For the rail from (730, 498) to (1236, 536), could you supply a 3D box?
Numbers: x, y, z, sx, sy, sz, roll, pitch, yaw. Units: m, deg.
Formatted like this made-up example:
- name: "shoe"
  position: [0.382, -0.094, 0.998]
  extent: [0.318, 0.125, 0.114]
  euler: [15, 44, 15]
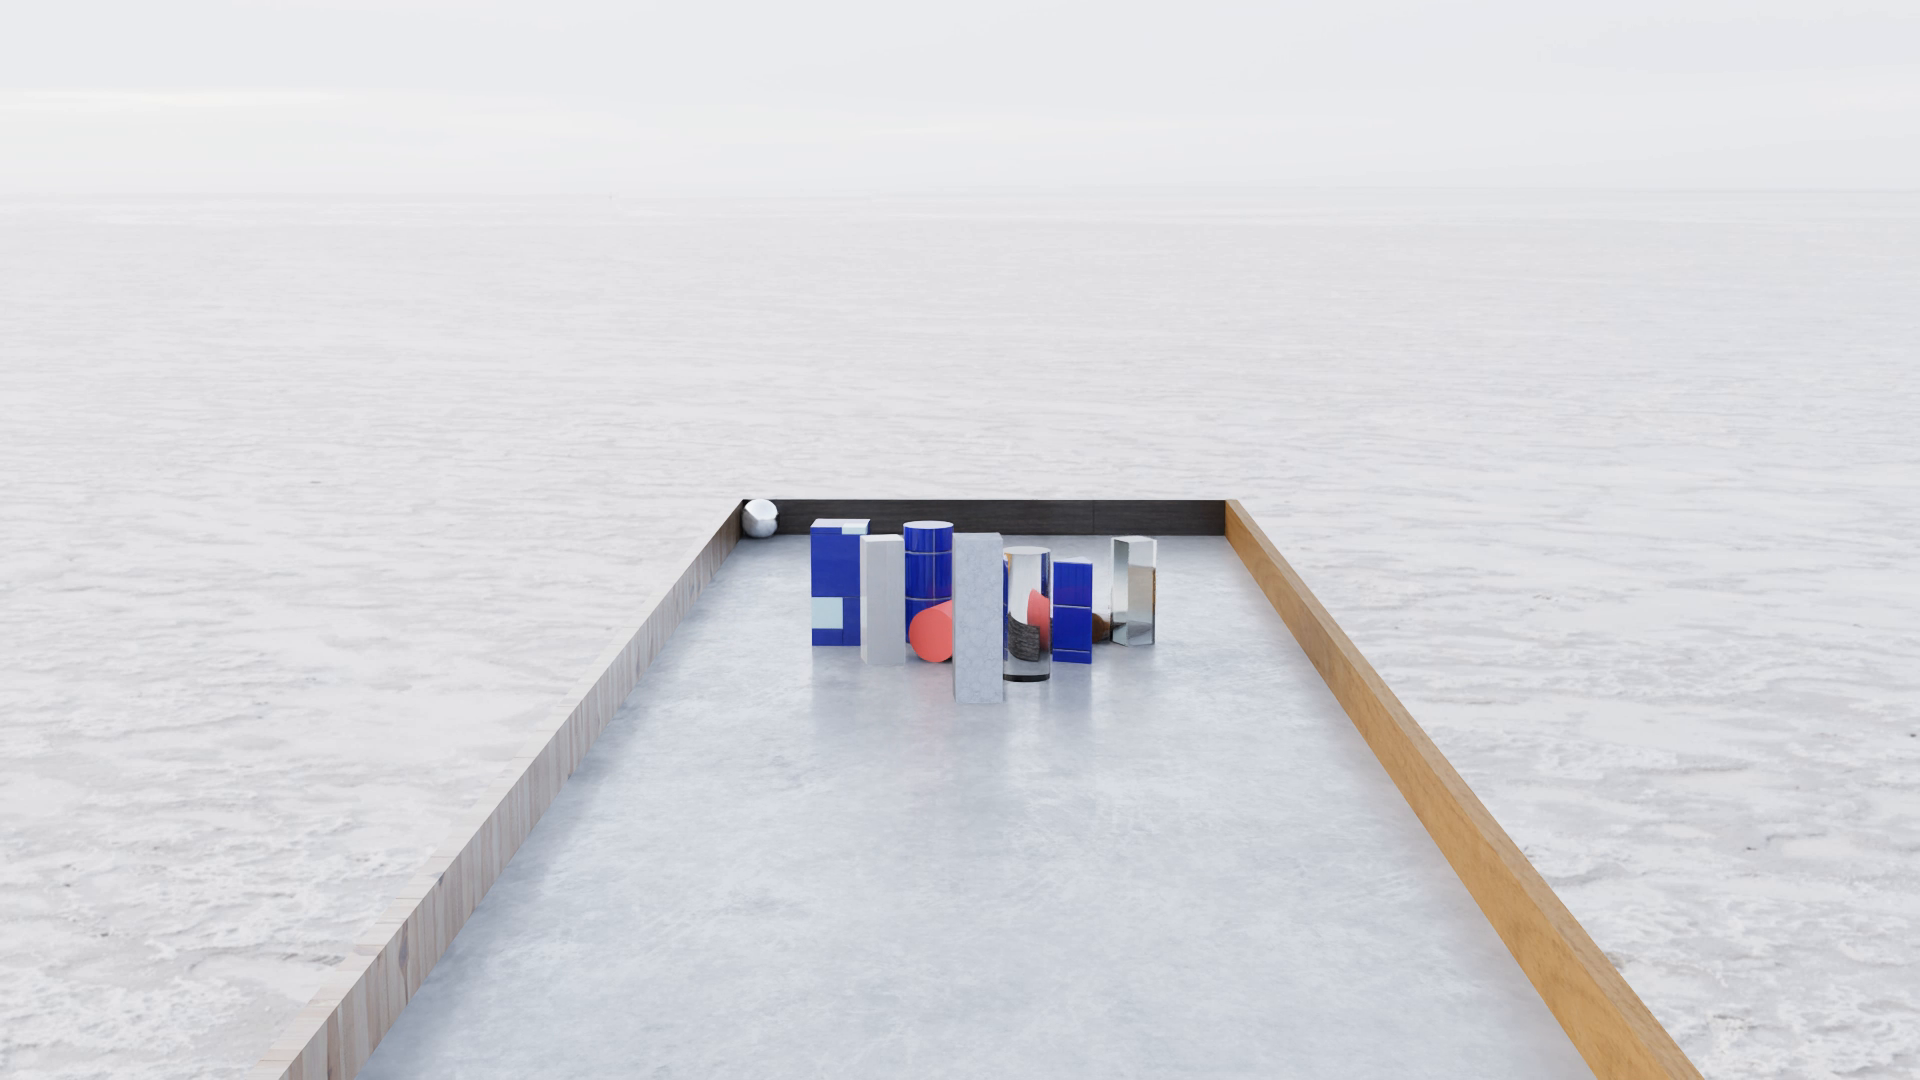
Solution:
- name: "rail"
  position: [0.099, -0.098, 9.147]
  extent: [2.100, 0.150, 0.050]
  euler: [0, 9, 1]

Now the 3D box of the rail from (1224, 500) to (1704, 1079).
- name: "rail"
  position: [1.046, 0.843, 3.208]
  extent: [0.050, 0.150, 12.000]
  euler: [0, 9, 1]

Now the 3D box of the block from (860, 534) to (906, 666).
- name: "block"
  position: [-0.235, 0.180, 6.667]
  extent: [0.116, 0.377, 0.116]
  euler: [-2, 9, -12]

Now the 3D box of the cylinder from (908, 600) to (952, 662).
- name: "cylinder"
  position: [0.016, 0.258, 6.852]
  extent: [0.165, 0.165, 0.441]
  euler: [4, 10, 26]

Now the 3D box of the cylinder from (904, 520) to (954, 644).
- name: "cylinder"
  position: [-0.100, 0.136, 6.963]
  extent: [0.158, 0.372, 0.158]
  euler: [0, 9, 0]

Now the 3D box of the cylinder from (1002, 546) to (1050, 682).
- name: "cylinder"
  position: [0.191, 0.217, 6.436]
  extent: [0.147, 0.378, 0.147]
  euler: [0, 9, 0]

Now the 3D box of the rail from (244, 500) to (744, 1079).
- name: "rail"
  position: [-1.004, 0.839, 3.234]
  extent: [0.050, 0.150, 12.000]
  euler: [0, 9, 1]

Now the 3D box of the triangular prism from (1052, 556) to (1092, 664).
- name: "triangular prism"
  position: [0.358, 0.211, 6.692]
  extent: [0.123, 0.309, 0.107]
  euler: [3, 10, 21]

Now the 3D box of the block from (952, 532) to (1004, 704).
- name: "block"
  position: [0.049, 0.217, 6.170]
  extent: [0.132, 0.460, 0.132]
  euler: [-1, 9, -4]

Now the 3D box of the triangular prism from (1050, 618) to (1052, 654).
- name: "triangular prism"
  position: [0.248, 0.293, 6.824]
  extent: [0.311, 0.099, 0.114]
  euler: [-6, 11, -31]

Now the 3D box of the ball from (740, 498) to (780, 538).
- name: "ball"
  position: [-0.821, -0.088, 9.040]
  extent: [0.163, 0.163, 0.163]
  euler: [0, 9, 0]

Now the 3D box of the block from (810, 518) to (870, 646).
- name: "block"
  position: [-0.376, 0.133, 6.965]
  extent: [0.172, 0.378, 0.172]
  euler: [0, 9, 3]

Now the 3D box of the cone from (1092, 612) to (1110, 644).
- name: "cone"
  position: [0.518, 0.272, 7.130]
  extent: [0.101, 0.101, 0.442]
  euler: [5, 4, 30]

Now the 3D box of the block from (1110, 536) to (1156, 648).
- name: "block"
  position: [0.546, 0.161, 6.931]
  extent: [0.103, 0.332, 0.103]
  euler: [-5, 10, -28]
